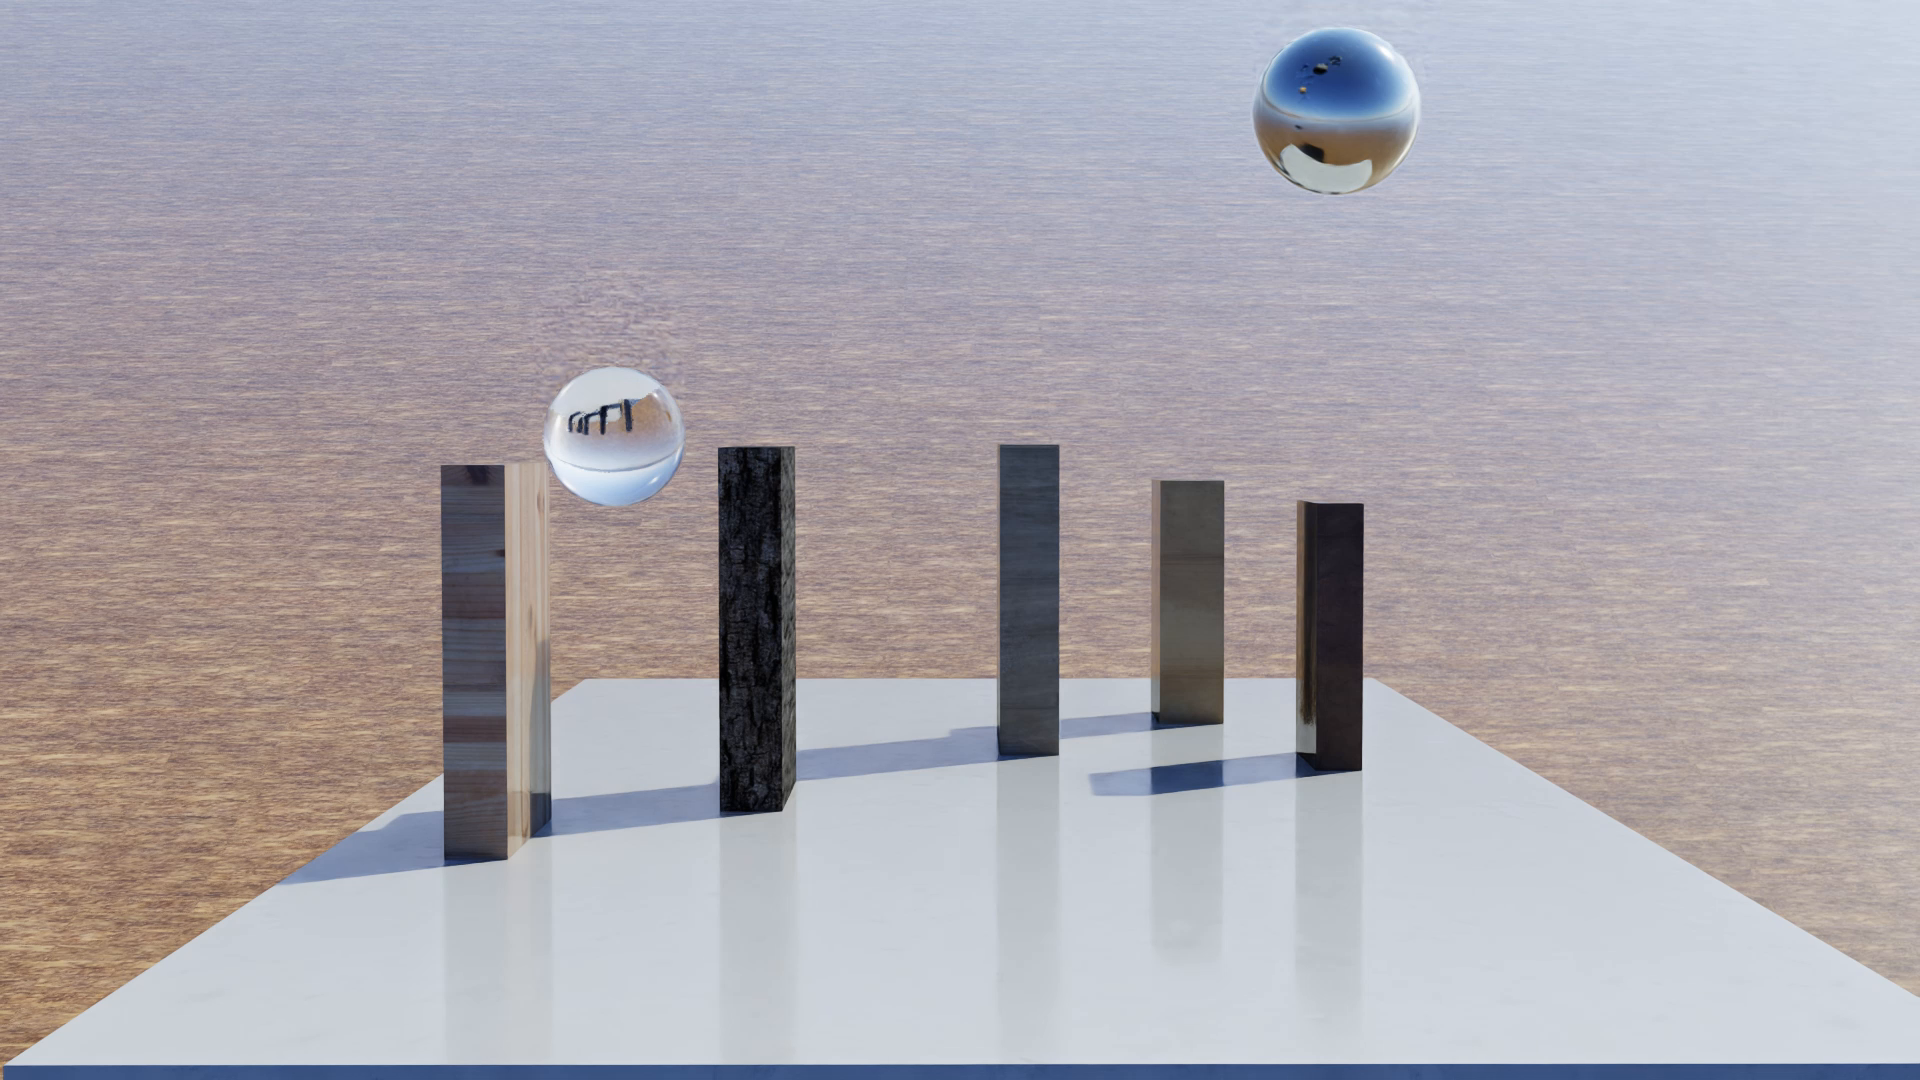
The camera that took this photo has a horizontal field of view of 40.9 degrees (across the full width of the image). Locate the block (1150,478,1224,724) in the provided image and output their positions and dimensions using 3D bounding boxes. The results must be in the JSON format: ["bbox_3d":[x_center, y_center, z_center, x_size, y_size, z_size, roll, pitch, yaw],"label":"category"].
[{"bbox_3d":[0.496,0.128,5.625,0.137,0.521,0.247,0,2,0],"label":"block"}]

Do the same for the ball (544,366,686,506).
[{"bbox_3d":[-0.306,-0.092,2.282,0.125,0.125,0.125,0,23,0],"label":"ball"}]

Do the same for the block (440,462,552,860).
[{"bbox_3d":[-0.707,0.171,3.950,0.093,0.576,0.408,0,2,0],"label":"block"}]

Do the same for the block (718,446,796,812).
[{"bbox_3d":[-0.345,0.140,4.411,0.103,0.599,0.371,0,2,0],"label":"block"}]

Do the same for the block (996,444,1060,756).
[{"bbox_3d":[0.134,0.108,5.154,0.115,0.600,0.384,0,2,0],"label":"block"}]

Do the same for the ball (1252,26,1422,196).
[{"bbox_3d":[0.382,-0.435,2.613,0.169,0.169,0.169,0,23,0],"label":"ball"}]

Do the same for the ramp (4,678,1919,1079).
[{"bbox_3d":[0.053,0.484,4.539,2.000,0.100,4.000,0,2,0],"label":"ramp"}]

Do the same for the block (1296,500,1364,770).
[{"bbox_3d":[0.699,0.173,4.877,0.085,0.493,0.284,0,2,0],"label":"block"}]
